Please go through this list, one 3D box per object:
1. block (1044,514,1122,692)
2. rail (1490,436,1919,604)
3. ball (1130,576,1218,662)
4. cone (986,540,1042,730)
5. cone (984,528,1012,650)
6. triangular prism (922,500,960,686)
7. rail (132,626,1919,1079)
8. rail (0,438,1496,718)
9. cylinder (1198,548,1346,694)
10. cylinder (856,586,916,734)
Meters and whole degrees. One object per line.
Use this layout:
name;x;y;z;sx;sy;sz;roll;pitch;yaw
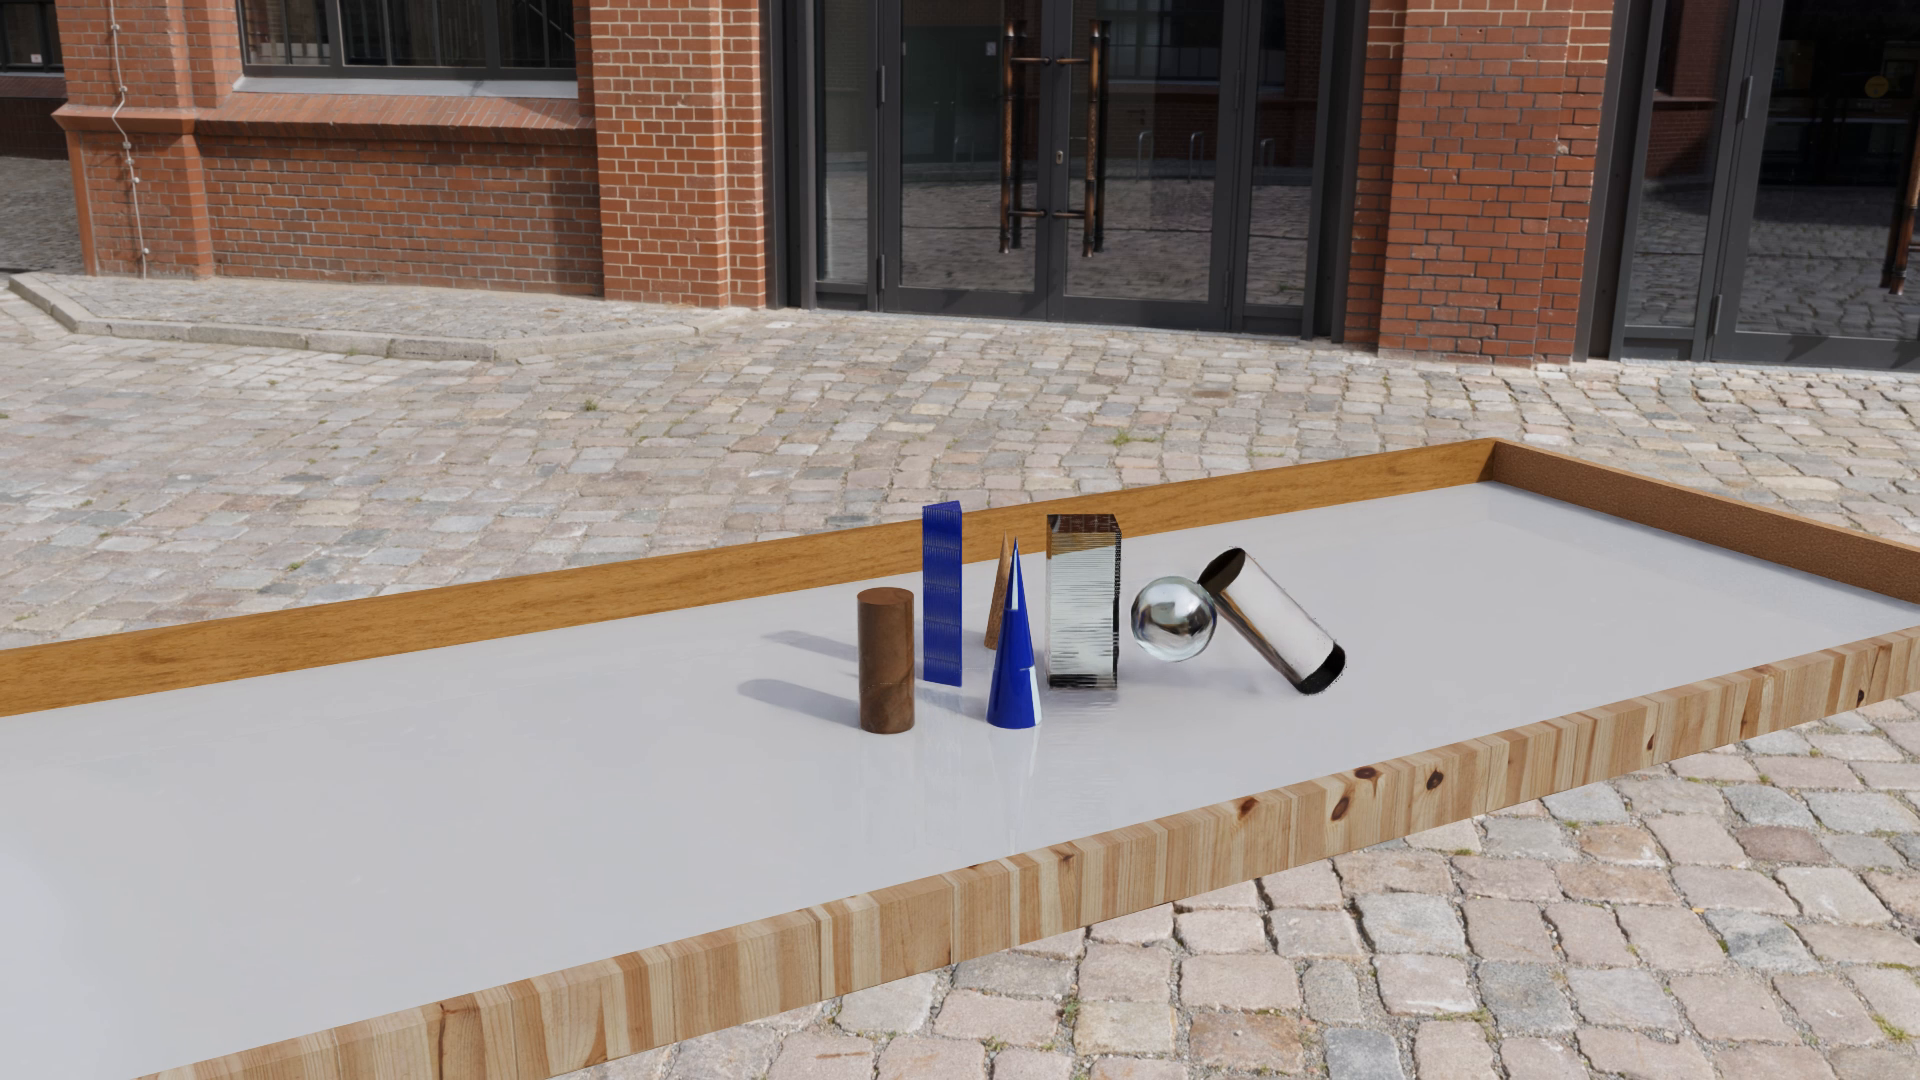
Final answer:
block;0.303;0.154;4.107;0.167;0.408;0.167;0;16;-2
rail;2.466;-0.048;5.253;0.050;0.150;2.100;-9;18;-27
ball;0.500;0.184;3.859;0.202;0.202;0.202;0;16;0
cone;0.128;0.205;3.852;0.136;0.455;0.136;0;16;0
cone;0.118;0.122;4.363;0.108;0.325;0.108;0;16;0
triangular prism;-0.025;0.131;4.107;0.106;0.453;0.091;8;18;25
rail;-2.336;1.006;1.665;12.000;0.150;0.050;-9;18;-27
rail;-3.305;0.497;3.399;12.000;0.150;0.050;-9;18;-27
cylinder;0.757;0.200;4.004;0.150;0.387;0.150;-40;21;19
cylinder;-0.172;0.280;3.840;0.132;0.317;0.132;0;16;0
